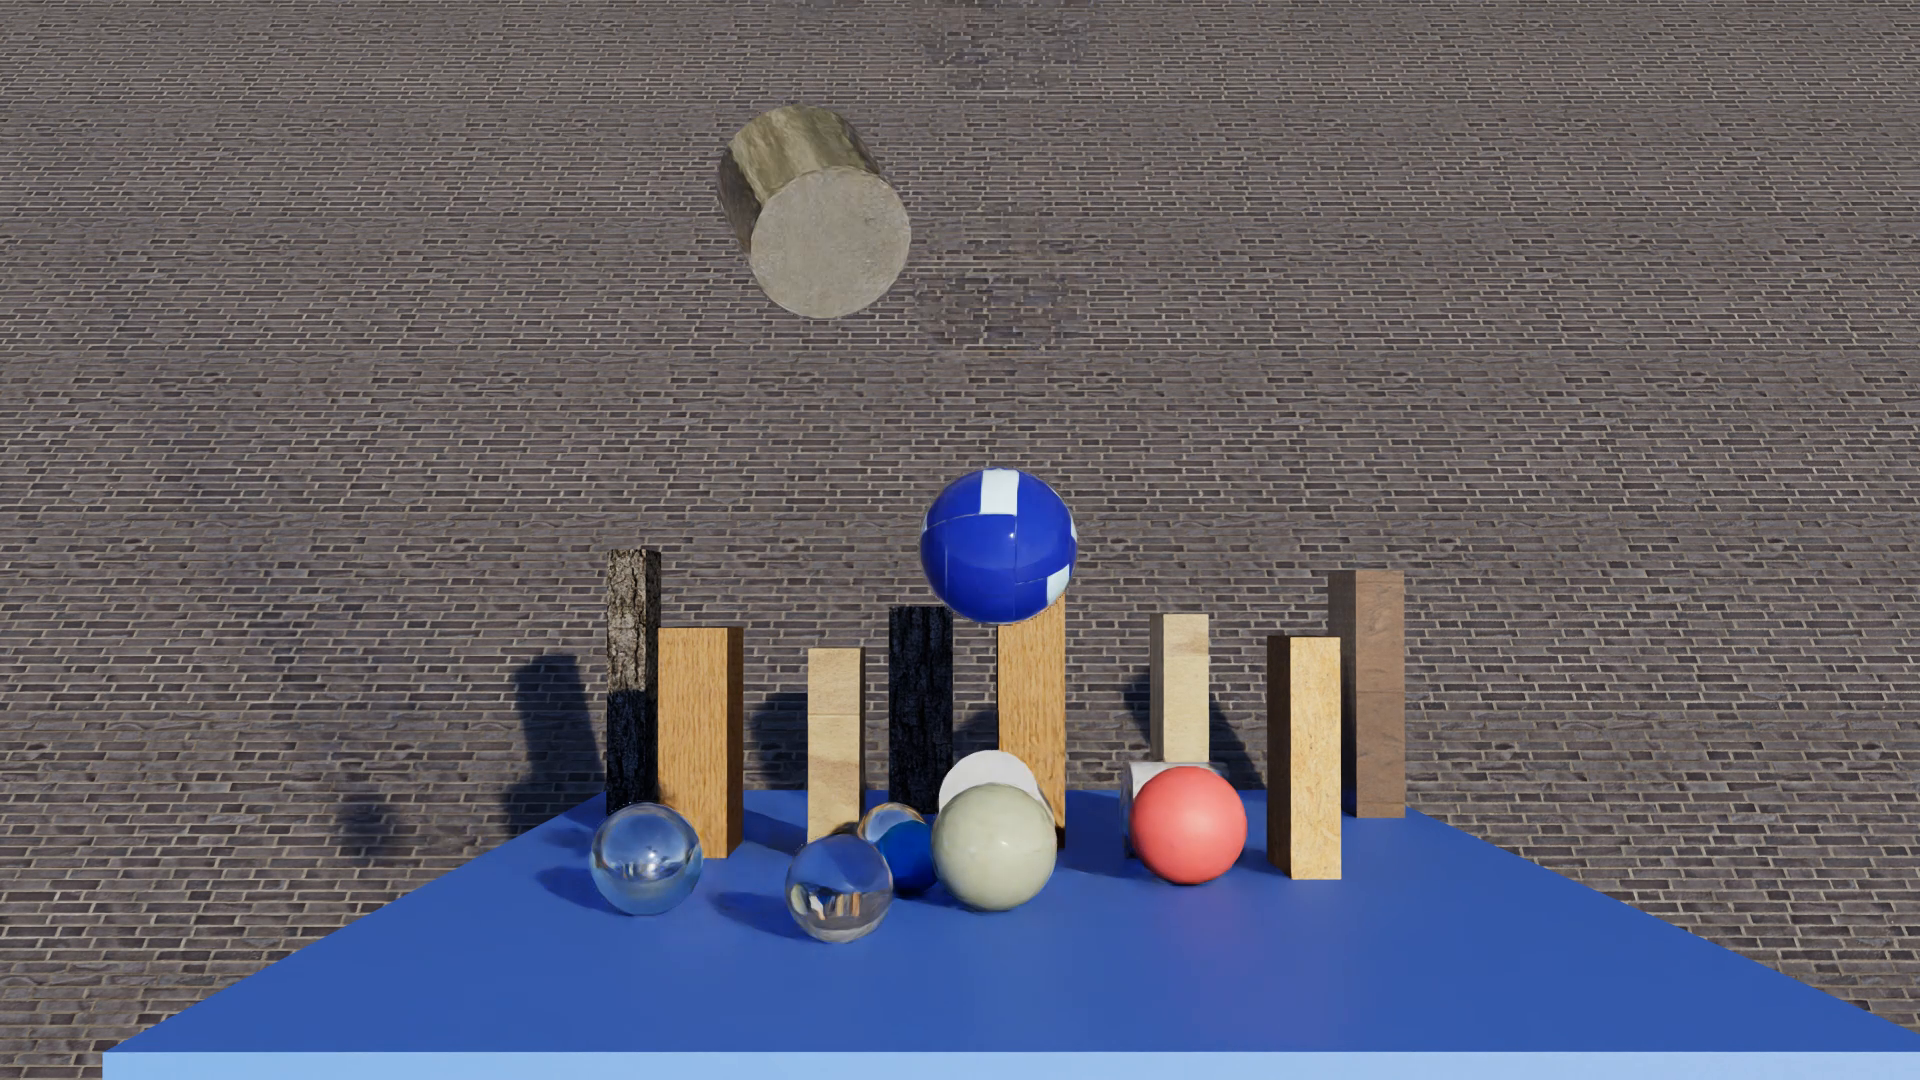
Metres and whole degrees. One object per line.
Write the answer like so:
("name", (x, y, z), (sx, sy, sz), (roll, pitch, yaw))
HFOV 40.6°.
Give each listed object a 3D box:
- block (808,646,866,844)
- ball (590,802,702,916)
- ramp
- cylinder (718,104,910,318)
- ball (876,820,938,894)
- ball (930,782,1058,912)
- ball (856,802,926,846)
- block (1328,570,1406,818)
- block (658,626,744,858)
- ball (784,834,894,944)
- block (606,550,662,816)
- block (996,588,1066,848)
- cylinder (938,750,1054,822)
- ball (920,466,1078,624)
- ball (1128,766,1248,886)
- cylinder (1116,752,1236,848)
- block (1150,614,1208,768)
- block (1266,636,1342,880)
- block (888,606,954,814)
("block", (-0.238, 0.409, 5.044), (0.098, 0.401, 0.300), (0, -1, 0))
("ball", (-0.488, 0.496, 4.040), (0.175, 0.175, 0.175), (0, 34, 0))
("ramp", (0.075, 0.653, 4.796), (2.000, 0.100, 4.000), (0, -1, 0))
("cylinder", (-0.149, -0.332, 2.613), (0.162, 0.162, 0.162), (-9, 33, -13))
("ball", (-0.082, 0.532, 4.356), (0.120, 0.120, 0.120), (0, 34, 0))
("ball", (0.053, 0.484, 4.090), (0.203, 0.203, 0.203), (0, 34, 0))
("ball", (-0.120, 0.535, 4.655), (0.130, 0.130, 0.130), (0, 34, 0))
("block", (0.957, 0.356, 6.129), (0.110, 0.562, 0.445), (0, -1, 0))
("block", (-0.510, 0.392, 5.138), (0.131, 0.440, 0.372), (0, -1, 0))
("ball", (-0.172, 0.497, 3.699), (0.156, 0.156, 0.156), (0, 34, 0))
("block", (-0.768, 0.332, 6.128), (0.088, 0.612, 0.312), (0, -1, 0))
("block", (0.143, 0.298, 5.304), (0.133, 0.637, 0.272), (0, -1, 0))
("cylinder", (0.066, 0.484, 4.615), (0.177, 0.177, 0.177), (-4, 68, 10))
("ball", (0.043, 0.006, 2.912), (0.177, 0.177, 0.177), (0, 34, 0))
("ball", (0.393, 0.493, 4.481), (0.205, 0.205, 0.205), (0, 34, 0))
("cylinder", (0.409, 0.513, 4.932), (0.183, 0.183, 0.183), (14, 34, -3))
("block", (0.493, 0.399, 5.867), (0.098, 0.463, 0.419), (0, -1, 0))
("block", (0.627, 0.389, 4.752), (0.088, 0.426, 0.353), (0, -1, 0))
("block", (-0.091, 0.398, 6.140), (0.148, 0.481, 0.243), (0, -1, 0))
